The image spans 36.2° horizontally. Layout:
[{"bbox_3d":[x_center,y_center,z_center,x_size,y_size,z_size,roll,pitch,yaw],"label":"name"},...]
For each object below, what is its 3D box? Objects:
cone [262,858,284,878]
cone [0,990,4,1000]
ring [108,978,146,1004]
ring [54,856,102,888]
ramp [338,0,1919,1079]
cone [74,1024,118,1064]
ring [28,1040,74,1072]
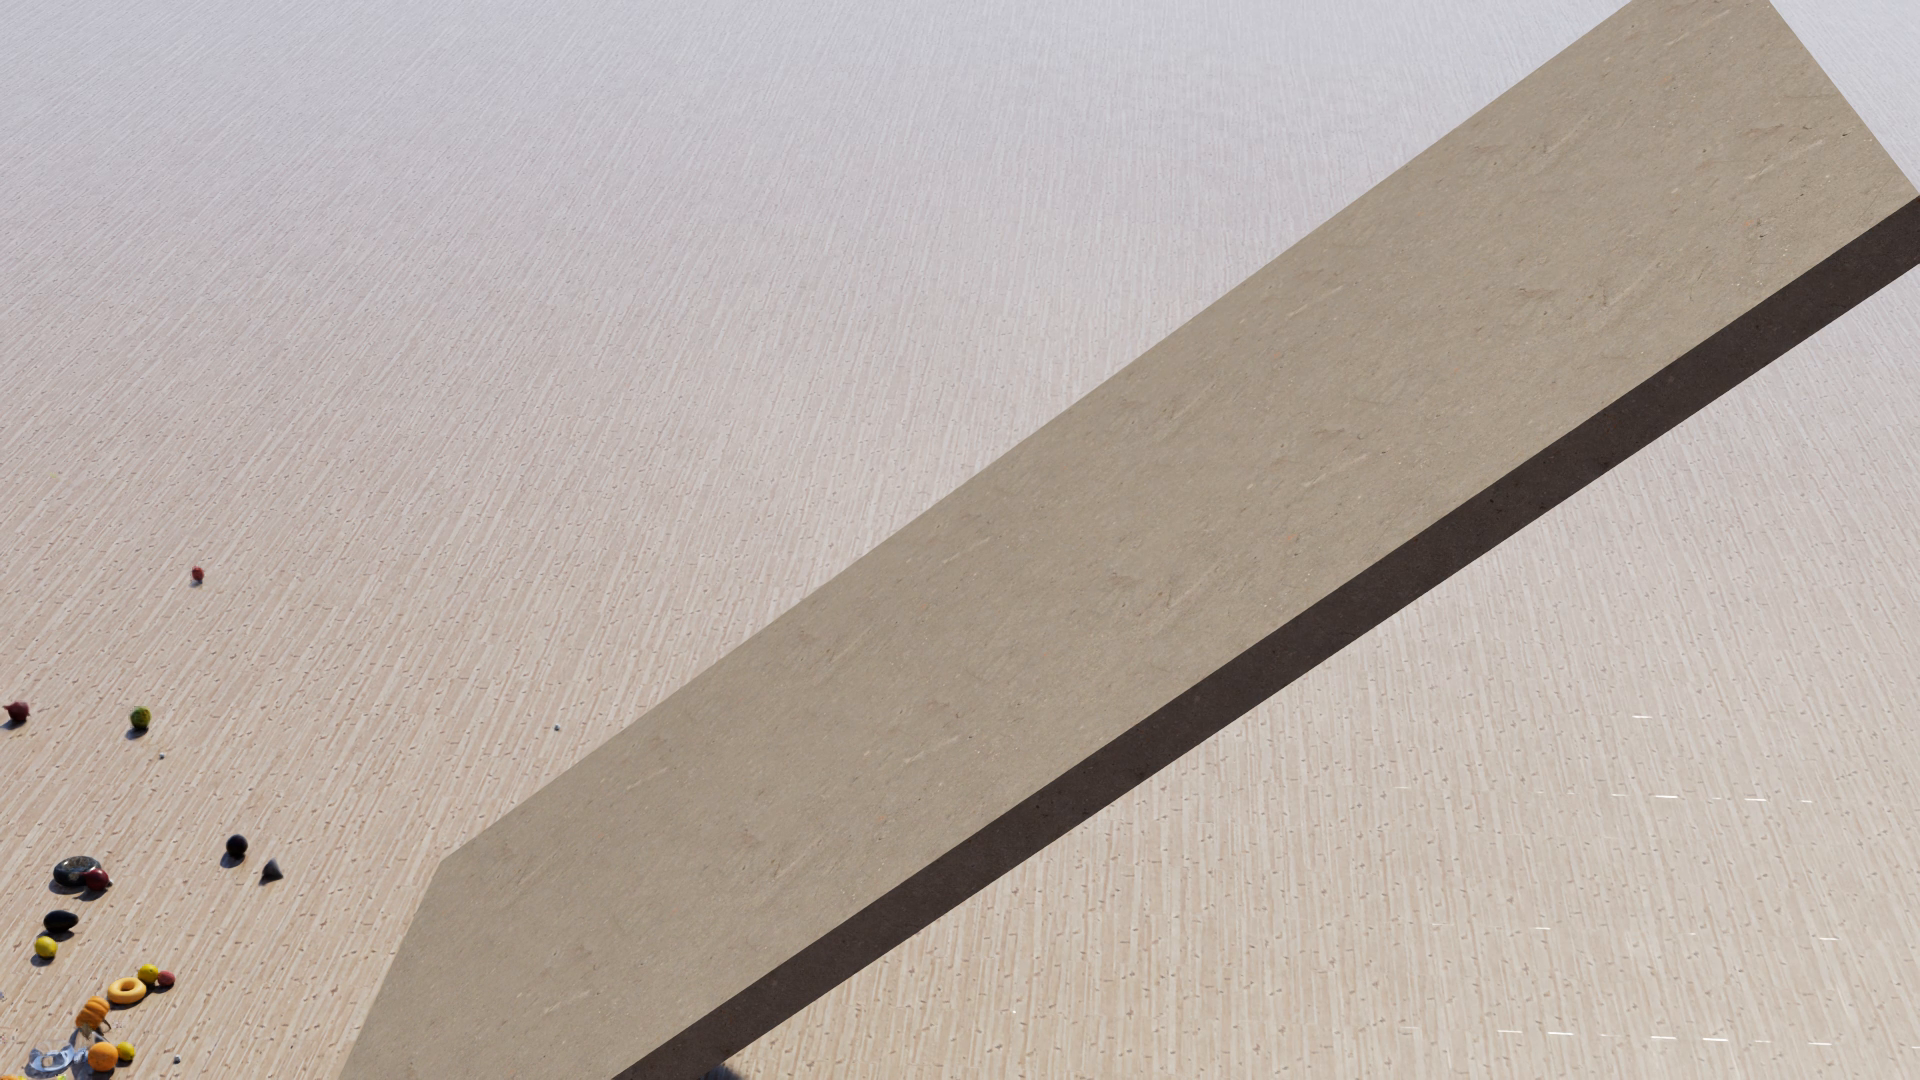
[{"bbox_3d":[-1.842,0.895,7.924,0.055,0.055,0.055,34,32,9],"label":"cone"},{"bbox_3d":[-2.424,1.162,7.294,0.085,0.085,0.085,0,50,-1],"label":"cone"},{"bbox_3d":[-2.089,1.130,7.375,0.096,0.032,0.096,0,25,0],"label":"ring"},{"bbox_3d":[-2.374,0.892,7.911,0.127,0.042,0.127,1,24,0],"label":"ring"},{"bbox_3d":[0.122,0.184,6.337,4.000,0.100,2.000,-36,16,18],"label":"ramp"},{"bbox_3d":[-2.085,1.228,7.135,0.097,0.097,0.097,18,12,-32],"label":"cone"},{"bbox_3d":[-2.195,1.245,7.106,0.108,0.036,0.108,-1,24,1],"label":"ring"}]
